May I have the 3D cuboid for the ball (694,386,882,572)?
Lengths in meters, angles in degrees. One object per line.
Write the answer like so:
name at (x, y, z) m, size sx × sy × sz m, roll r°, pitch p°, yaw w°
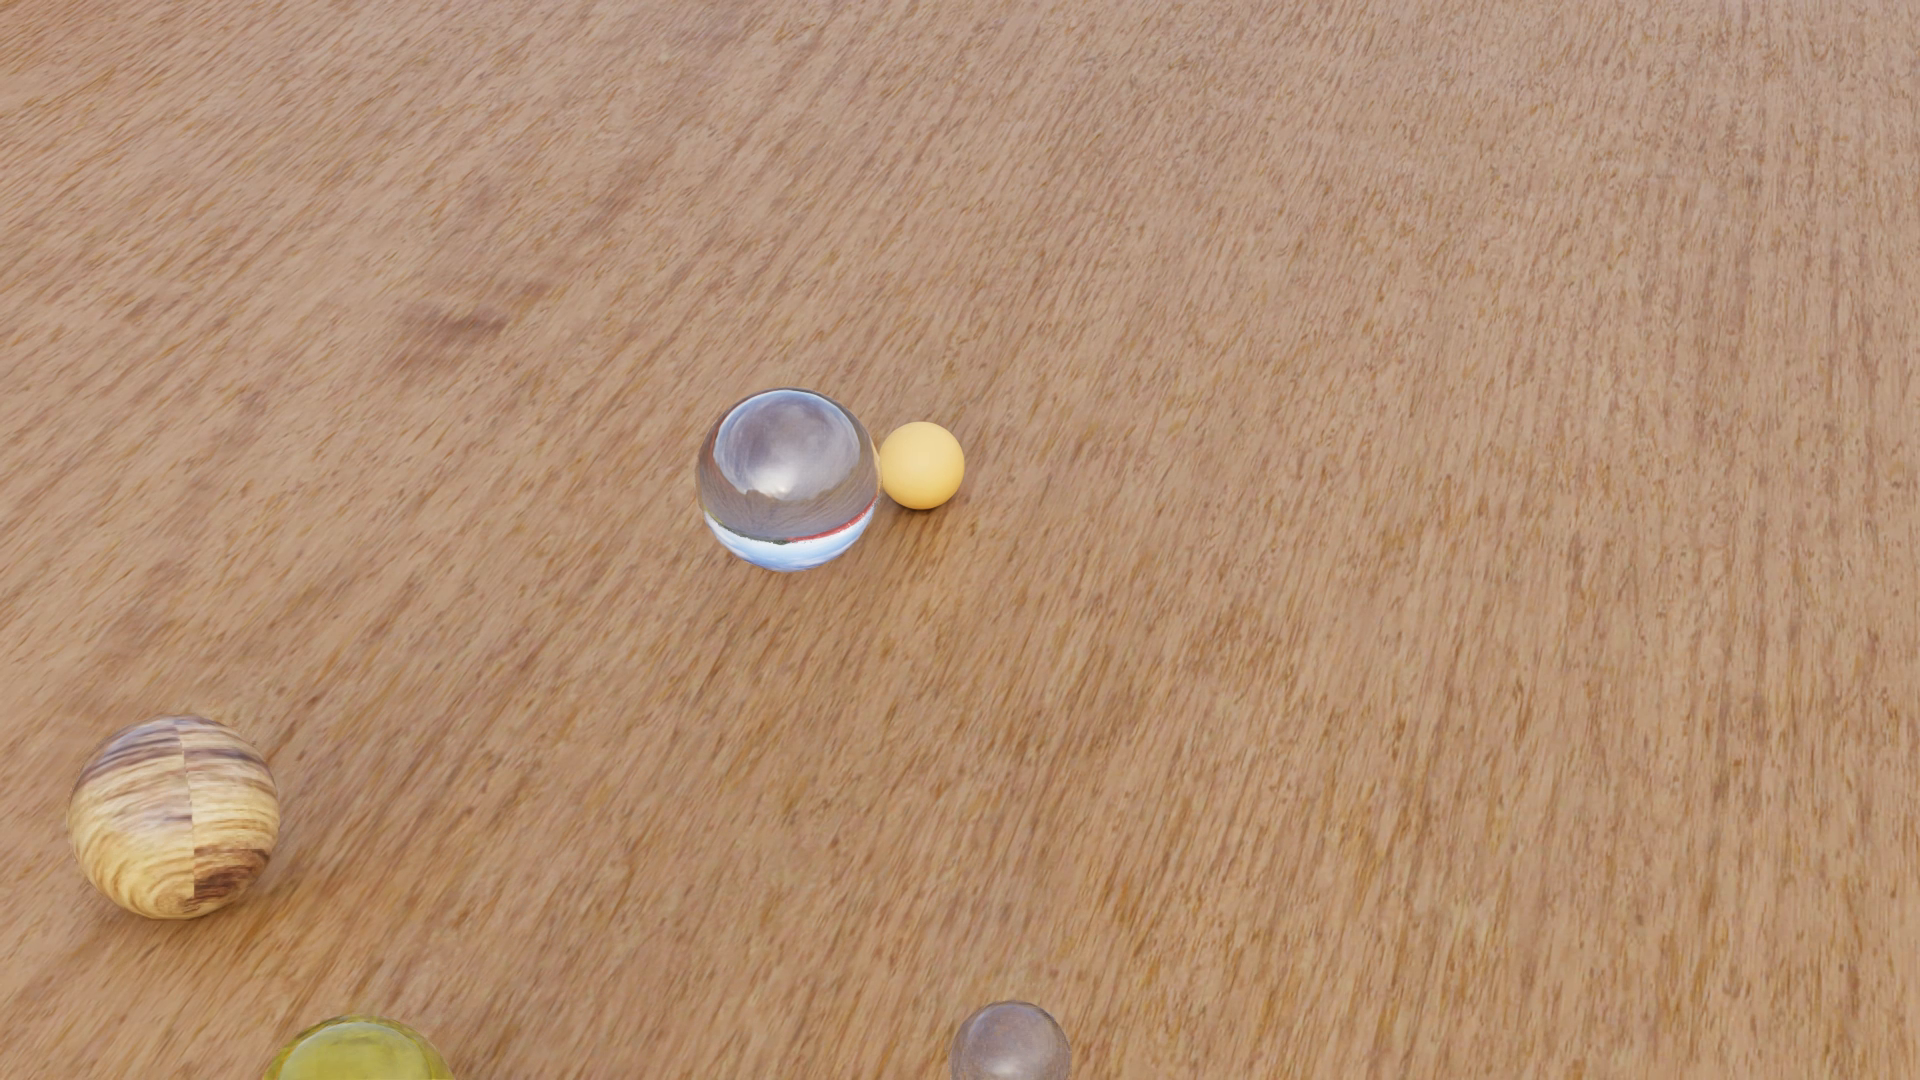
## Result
ball at (-0.091, -0.032, 1.551) m, size 0.098 × 0.098 × 0.098 m, roll 0°, pitch 32°, yaw 0°

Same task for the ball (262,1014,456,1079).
ball at (-0.237, 0.227, 1.155) m, size 0.081 × 0.081 × 0.081 m, roll 0°, pitch 32°, yaw 0°

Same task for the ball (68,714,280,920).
ball at (-0.350, 0.123, 1.310) m, size 0.091 × 0.091 × 0.091 m, roll 0°, pitch 32°, yaw 0°

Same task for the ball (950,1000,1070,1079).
ball at (0.021, 0.213, 1.206) m, size 0.050 × 0.050 × 0.050 m, roll 0°, pitch 32°, yaw 0°

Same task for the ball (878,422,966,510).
ball at (-0.021, -0.041, 1.612) m, size 0.048 × 0.048 × 0.048 m, roll 0°, pitch 32°, yaw 0°
